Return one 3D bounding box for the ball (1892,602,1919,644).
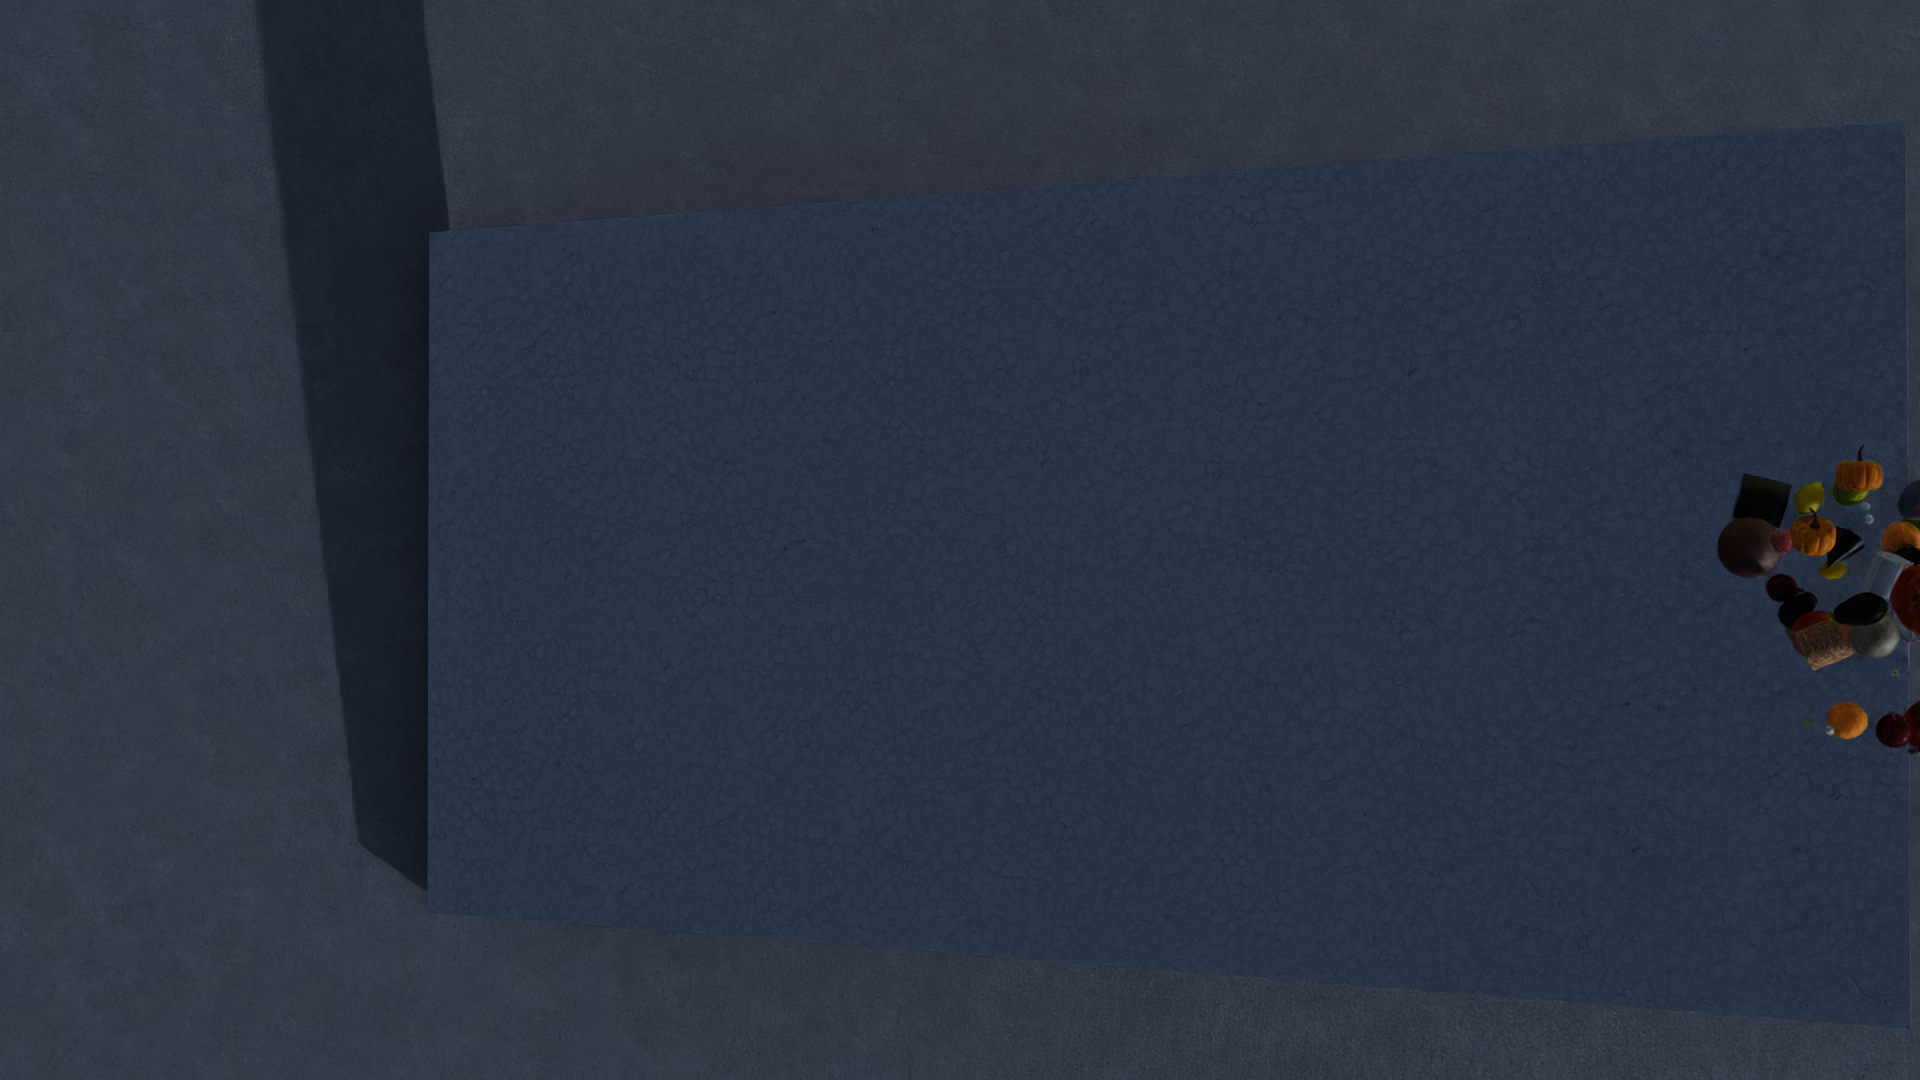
[{"bbox_3d":[1.868,0.161,4.297,0.084,0.084,0.084,0,89,0],"label":"ball"}]

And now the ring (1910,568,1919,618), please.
[{"bbox_3d":[1.711,0.090,3.808,0.046,0.139,0.139,7,89,-33],"label":"ring"}]

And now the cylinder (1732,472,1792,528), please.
[{"bbox_3d":[1.709,-0.084,4.690,0.096,0.096,0.096,19,89,21],"label":"cylinder"}]

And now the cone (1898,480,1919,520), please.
[{"bbox_3d":[1.904,-0.061,4.310,0.088,0.088,0.088,-6,117,-11],"label":"cone"}]

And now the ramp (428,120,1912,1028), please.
[{"bbox_3d":[0.283,0.083,5.704,4.000,0.100,2.000,0,89,24],"label":"ramp"}]

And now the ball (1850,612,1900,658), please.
[{"bbox_3d":[1.760,0.184,4.232,0.090,0.090,0.090,0,89,0],"label":"ball"}]

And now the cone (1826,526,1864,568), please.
[{"bbox_3d":[1.790,0.028,4.492,0.080,0.080,0.080,37,74,0],"label":"cone"}]

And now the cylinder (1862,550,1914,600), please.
[{"bbox_3d":[1.661,0.063,3.937,0.067,0.067,0.067,14,110,0],"label":"cylinder"}]

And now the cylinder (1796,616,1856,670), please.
[{"bbox_3d":[1.690,0.201,4.294,0.082,0.082,0.082,-28,89,27],"label":"cylinder"}]
